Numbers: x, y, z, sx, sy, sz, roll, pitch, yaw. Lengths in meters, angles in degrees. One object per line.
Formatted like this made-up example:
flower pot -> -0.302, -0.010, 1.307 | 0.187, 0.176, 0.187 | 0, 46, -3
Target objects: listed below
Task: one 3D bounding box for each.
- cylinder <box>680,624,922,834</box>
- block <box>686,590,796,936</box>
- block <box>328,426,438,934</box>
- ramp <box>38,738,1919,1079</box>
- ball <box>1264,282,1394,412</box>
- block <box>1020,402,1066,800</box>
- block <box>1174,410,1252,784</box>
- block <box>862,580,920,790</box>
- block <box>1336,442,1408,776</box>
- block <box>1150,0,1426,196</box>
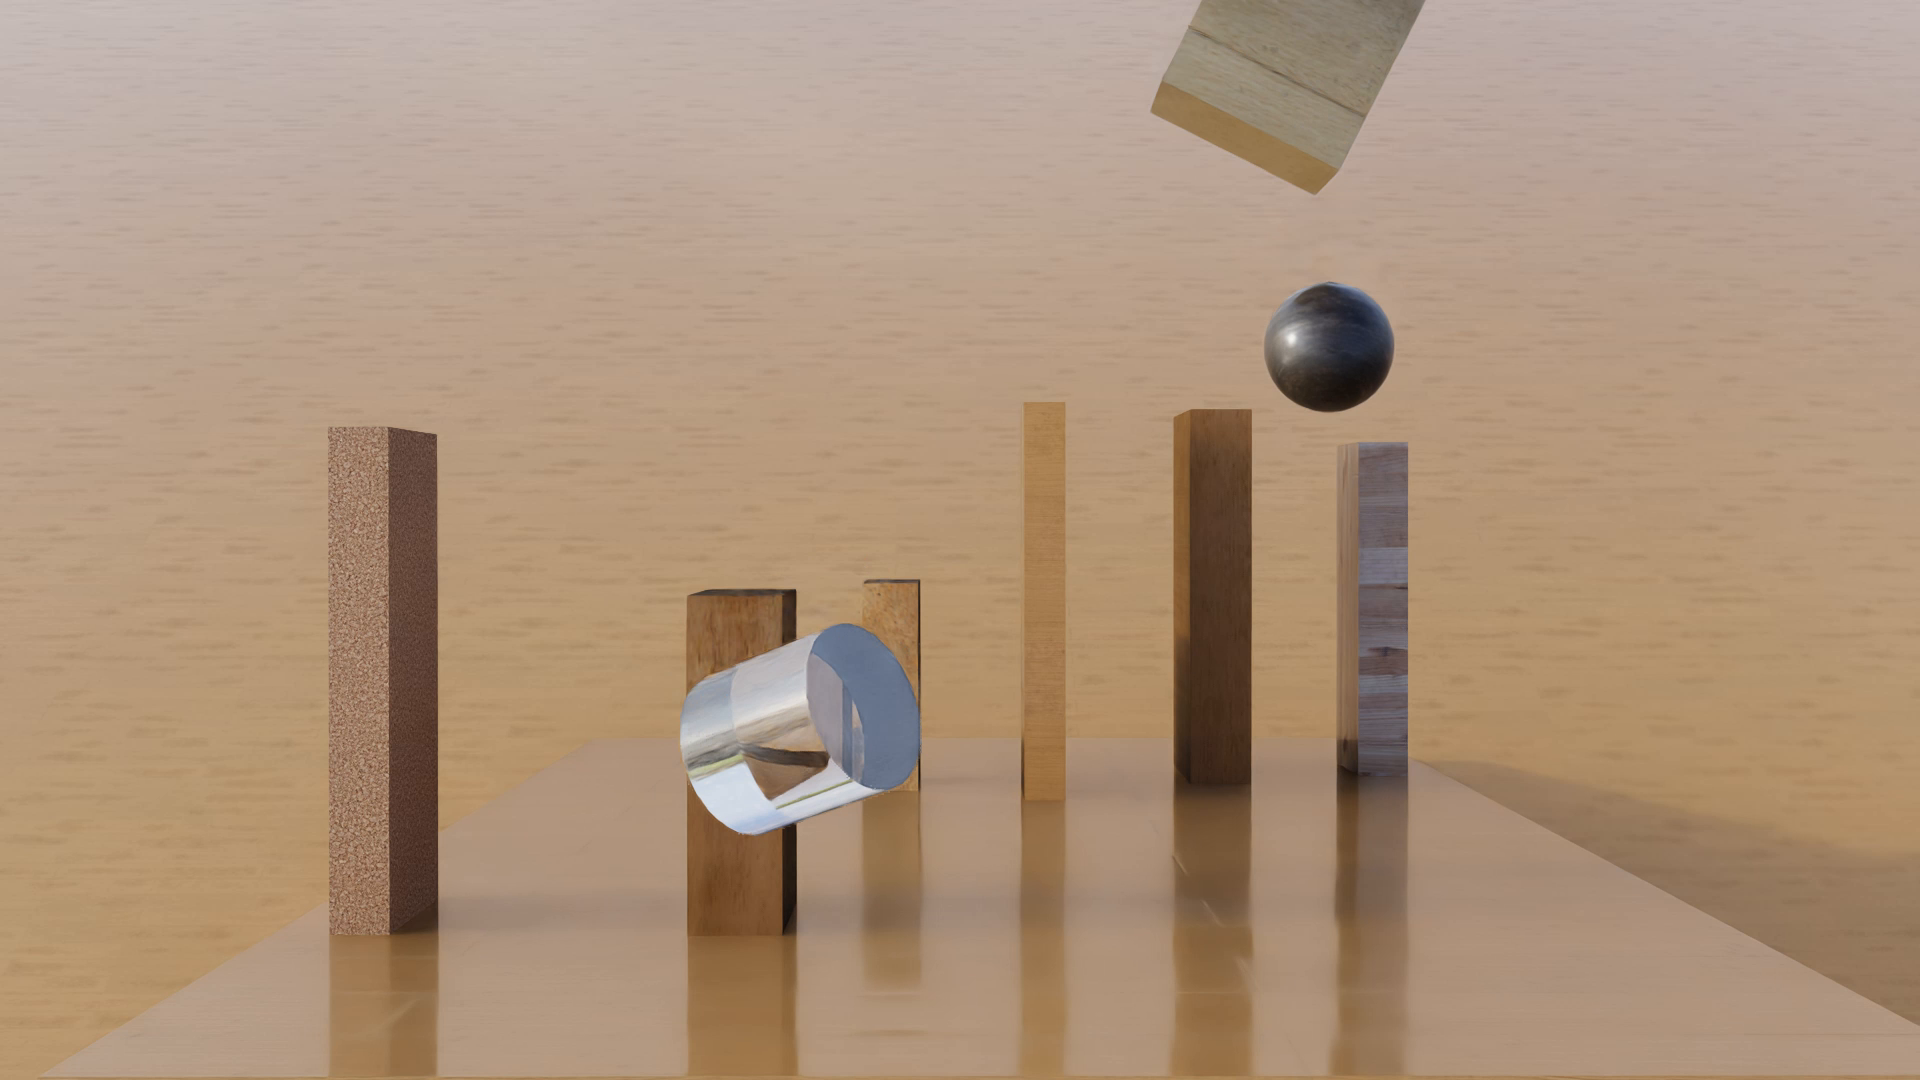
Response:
cylinder -> -0.183, 0.219, 2.968 | 0.196, 0.196, 0.196 | -22, 15, 34
block -> -0.305, 0.304, 3.649 | 0.129, 0.460, 0.310 | 0, 1, 0
block -> -0.815, 0.190, 3.667 | 0.082, 0.689, 0.330 | 0, 1, 0
ramp -> 0.064, 0.575, 4.619 | 2.000, 0.100, 4.000 | 0, 1, 0
ball -> 0.352, -0.184, 2.461 | 0.123, 0.123, 0.123 | 0, 28, 0
block -> 0.169, 0.121, 5.291 | 0.082, 0.796, 0.276 | 0, 1, 0
block -> 0.553, 0.118, 5.693 | 0.130, 0.794, 0.429 | 0, 1, 0
block -> -0.145, 0.303, 5.516 | 0.117, 0.429, 0.340 | 0, 1, 0
block -> 0.923, 0.150, 5.801 | 0.109, 0.729, 0.323 | 0, 1, 0
block -> 0.319, -0.478, 2.541 | 0.189, 0.189, 0.189 | 27, 1, 1
